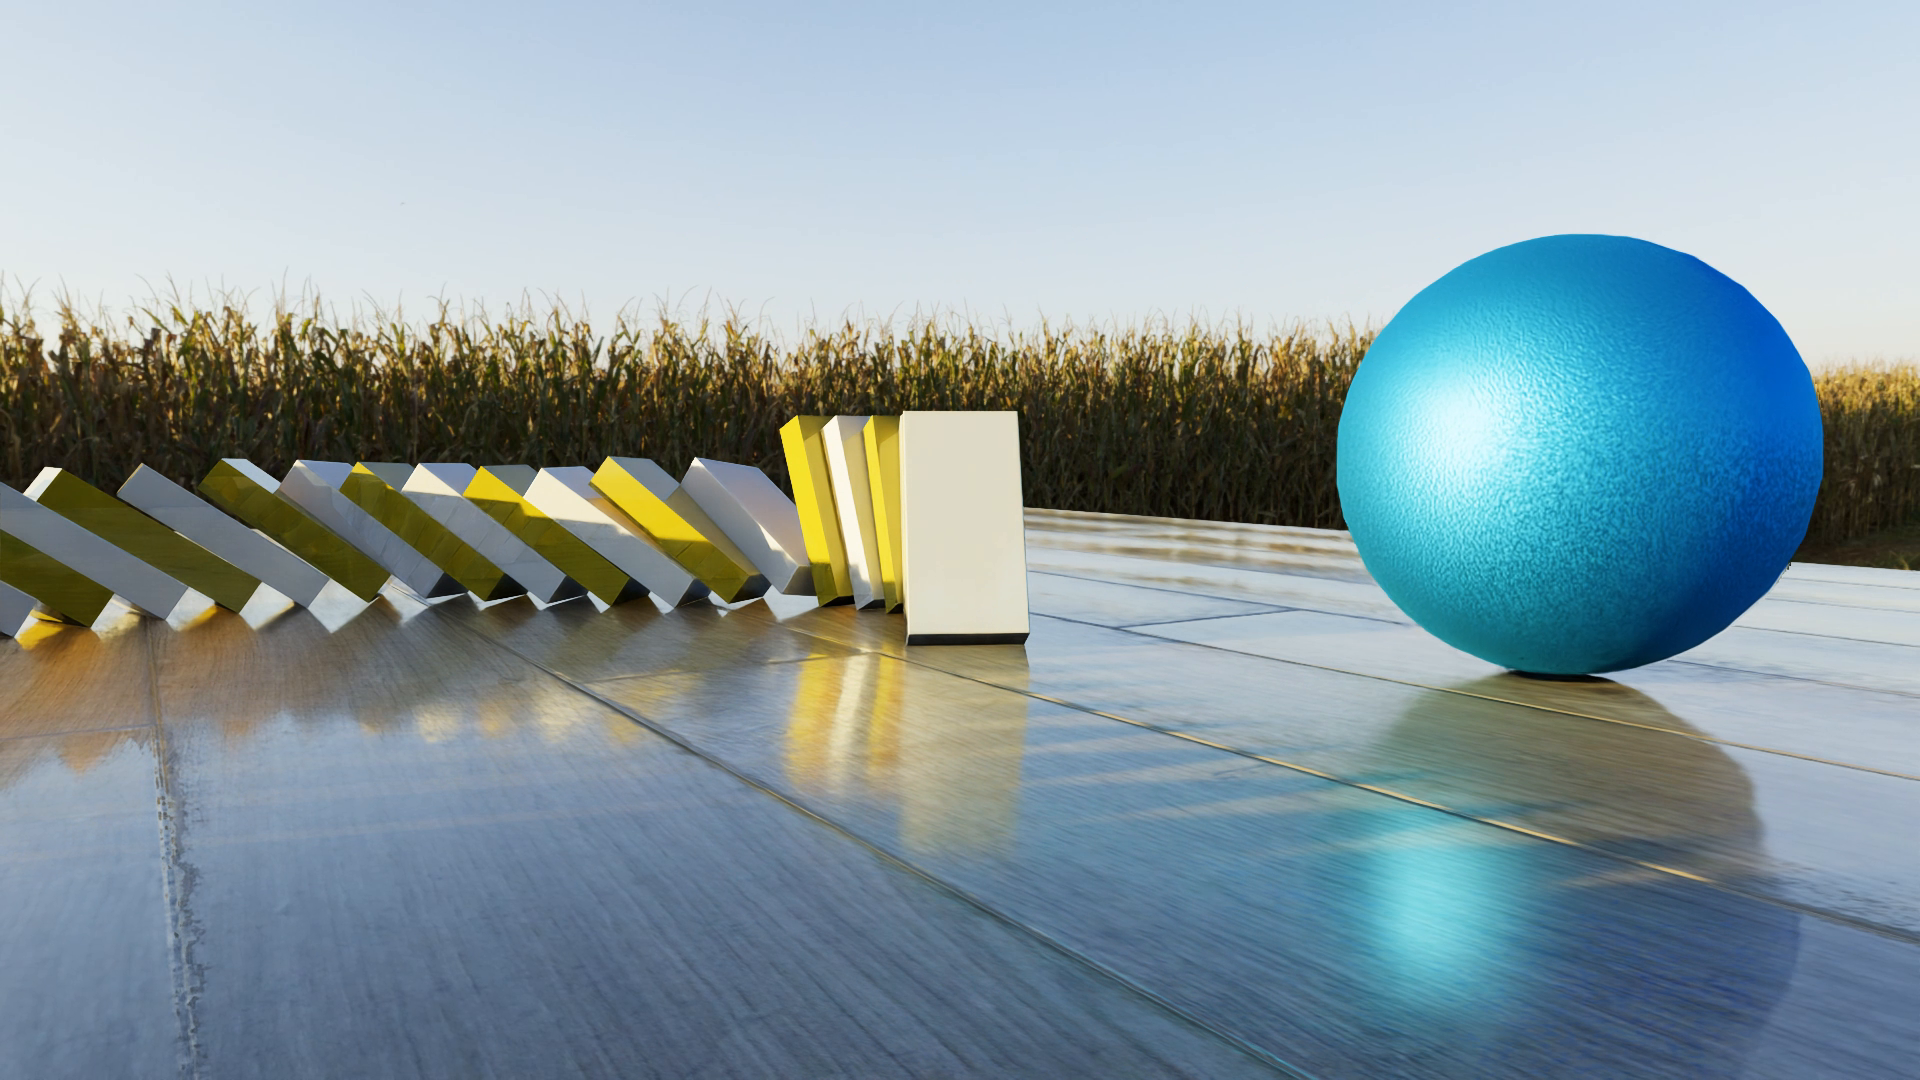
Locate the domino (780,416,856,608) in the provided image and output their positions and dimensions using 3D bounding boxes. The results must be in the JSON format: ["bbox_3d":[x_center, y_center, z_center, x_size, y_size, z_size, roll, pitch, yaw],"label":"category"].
[{"bbox_3d":[-0.030,-0.008,0.343,0.025,0.050,0.009,-3,-17,-39],"label":"domino"}]

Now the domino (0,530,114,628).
[{"bbox_3d":[-0.221,0.002,0.287,0.025,0.010,0.050,3,-31,32],"label":"domino"}]

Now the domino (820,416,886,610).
[{"bbox_3d":[-0.019,-0.008,0.337,0.025,0.050,0.010,-3,-18,-33],"label":"domino"}]

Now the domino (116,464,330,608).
[{"bbox_3d":[-0.190,-0.001,0.331,0.050,0.009,0.025,40,-18,-29],"label":"domino"}]

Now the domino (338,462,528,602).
[{"bbox_3d":[-0.141,-0.003,0.352,0.050,0.010,0.025,36,6,4],"label":"domino"}]

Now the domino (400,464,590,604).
[{"bbox_3d":[-0.124,-0.002,0.351,0.050,0.009,0.025,36,7,5],"label":"domino"}]

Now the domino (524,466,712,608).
[{"bbox_3d":[-0.090,-0.001,0.346,0.050,0.009,0.025,35,9,5],"label":"domino"}]

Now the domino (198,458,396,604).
[{"bbox_3d":[-0.176,-0.003,0.345,0.050,0.009,0.025,38,-7,-15],"label":"domino"}]

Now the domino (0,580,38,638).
[{"bbox_3d":[-0.227,0.004,0.270,0.025,0.009,0.050,2,-30,25],"label":"domino"}]

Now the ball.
[{"bbox_3d":[0.111,-0.015,0.235,0.080,0.080,0.080,0,4,0],"label":"ball"}]

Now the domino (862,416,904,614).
[{"bbox_3d":[-0.009,-0.007,0.328,0.025,0.050,0.010,-2,-19,-21],"label":"domino"}]

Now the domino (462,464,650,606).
[{"bbox_3d":[-0.107,-0.002,0.349,0.050,0.009,0.025,36,9,5],"label":"domino"}]

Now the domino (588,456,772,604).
[{"bbox_3d":[-0.074,-0.003,0.347,0.050,0.009,0.025,39,9,8],"label":"domino"}]

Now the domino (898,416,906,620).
[{"bbox_3d":[-0.002,-0.006,0.316,0.025,0.050,0.010,0,-20,-6],"label":"domino"}]

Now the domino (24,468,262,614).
[{"bbox_3d":[-0.202,0.000,0.318,0.025,0.009,0.050,5,-29,47],"label":"domino"}]

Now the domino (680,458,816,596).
[{"bbox_3d":[-0.053,-0.004,0.356,0.050,0.009,0.025,43,20,30],"label":"domino"}]

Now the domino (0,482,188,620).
[{"bbox_3d":[-0.213,0.001,0.303,0.025,0.009,0.050,4,-30,40],"label":"domino"}]

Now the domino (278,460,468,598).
[{"bbox_3d":[-0.159,-0.003,0.354,0.050,0.010,0.025,36,3,2],"label":"domino"}]

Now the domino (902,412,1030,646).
[{"bbox_3d":[0.001,-0.003,0.275,0.025,0.050,0.009,0,-20,-5],"label":"domino"}]
